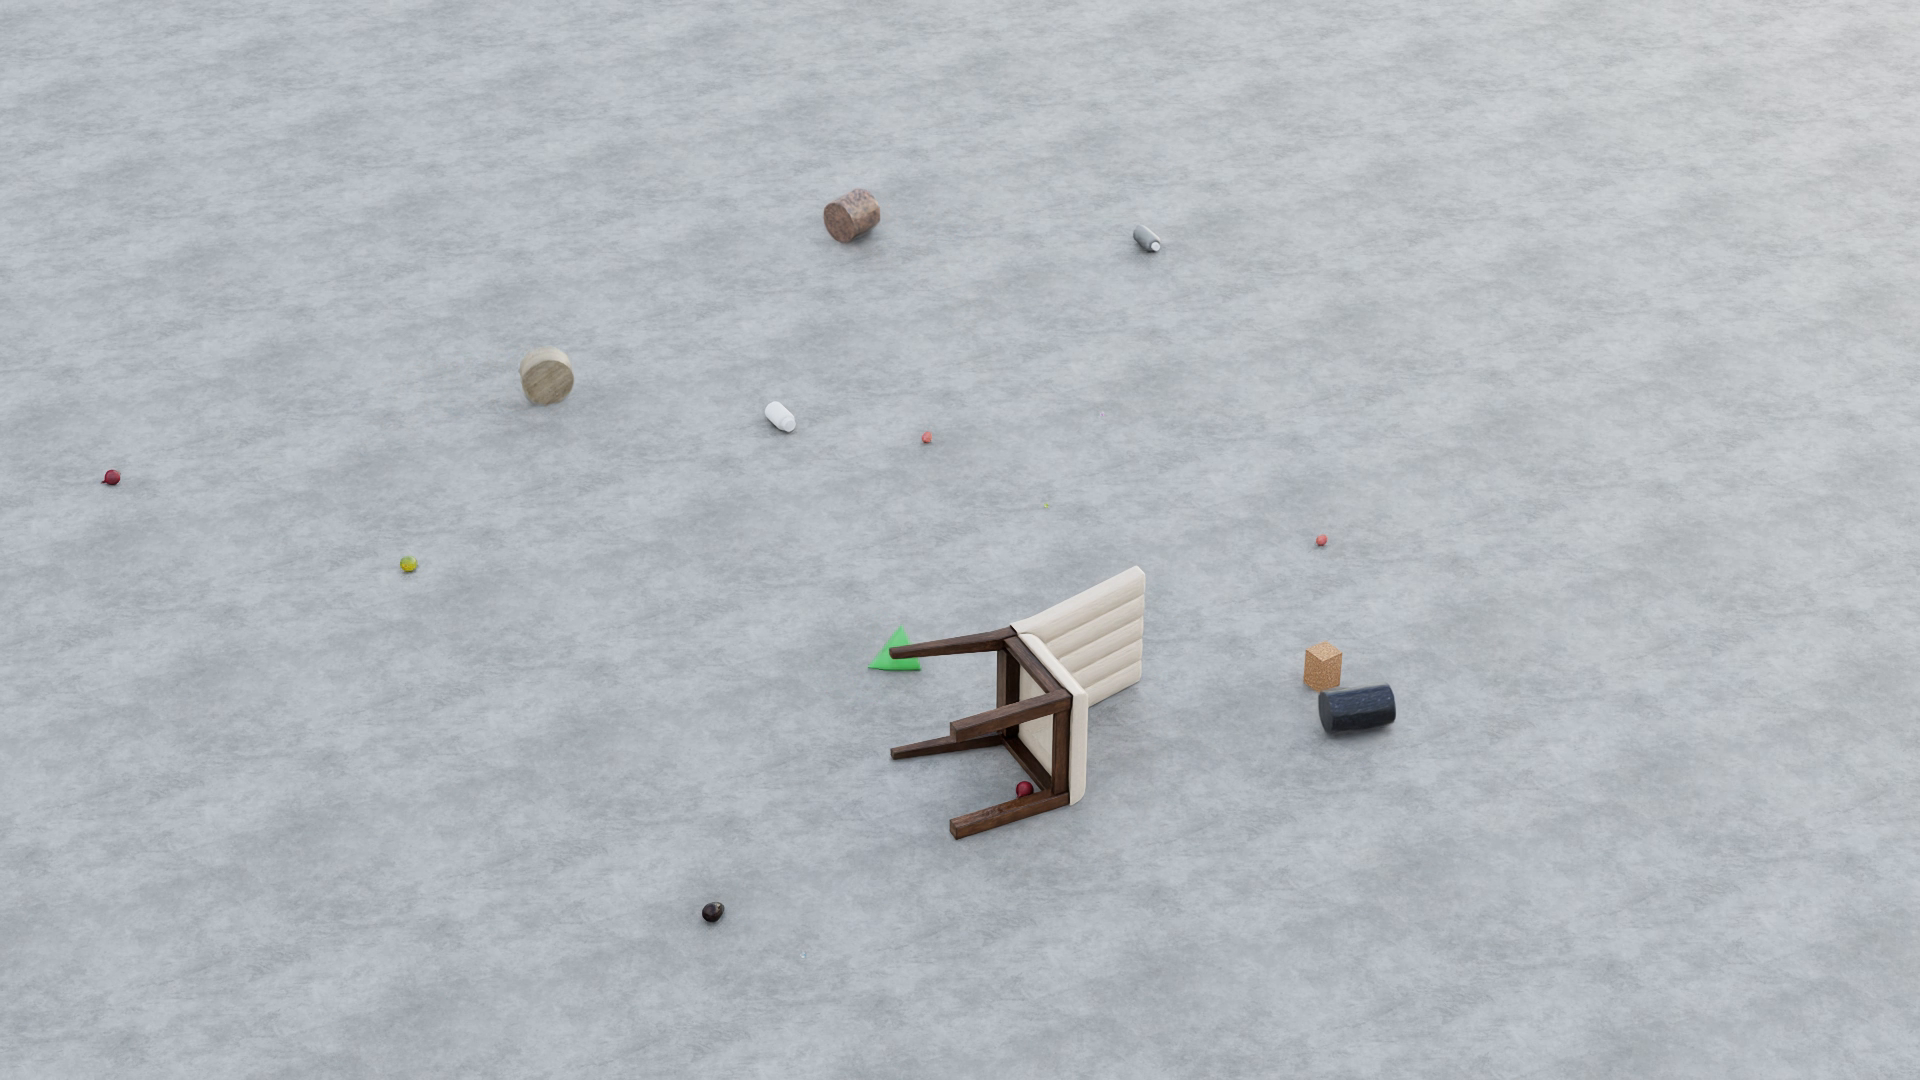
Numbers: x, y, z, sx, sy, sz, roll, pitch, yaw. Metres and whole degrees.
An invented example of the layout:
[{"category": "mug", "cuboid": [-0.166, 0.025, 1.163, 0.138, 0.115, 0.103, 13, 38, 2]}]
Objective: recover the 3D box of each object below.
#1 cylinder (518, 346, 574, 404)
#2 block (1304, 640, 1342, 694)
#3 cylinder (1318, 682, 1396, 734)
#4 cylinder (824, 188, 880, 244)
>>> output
[{"category": "cylinder", "cuboid": [-1.659, -0.660, 11.762, 0.210, 0.201, 0.109, -30, 35, 5]}, {"category": "block", "cuboid": [1.256, 0.440, 10.149, 0.091, 0.139, 0.088, -21, 39, -29]}, {"category": "cylinder", "cuboid": [1.347, 0.570, 9.950, 0.226, 0.142, 0.145, -8, 56, -11]}, {"category": "cylinder", "cuboid": [-0.477, -1.432, 12.947, 0.178, 0.190, 0.181, 7, 30, 42]}]
